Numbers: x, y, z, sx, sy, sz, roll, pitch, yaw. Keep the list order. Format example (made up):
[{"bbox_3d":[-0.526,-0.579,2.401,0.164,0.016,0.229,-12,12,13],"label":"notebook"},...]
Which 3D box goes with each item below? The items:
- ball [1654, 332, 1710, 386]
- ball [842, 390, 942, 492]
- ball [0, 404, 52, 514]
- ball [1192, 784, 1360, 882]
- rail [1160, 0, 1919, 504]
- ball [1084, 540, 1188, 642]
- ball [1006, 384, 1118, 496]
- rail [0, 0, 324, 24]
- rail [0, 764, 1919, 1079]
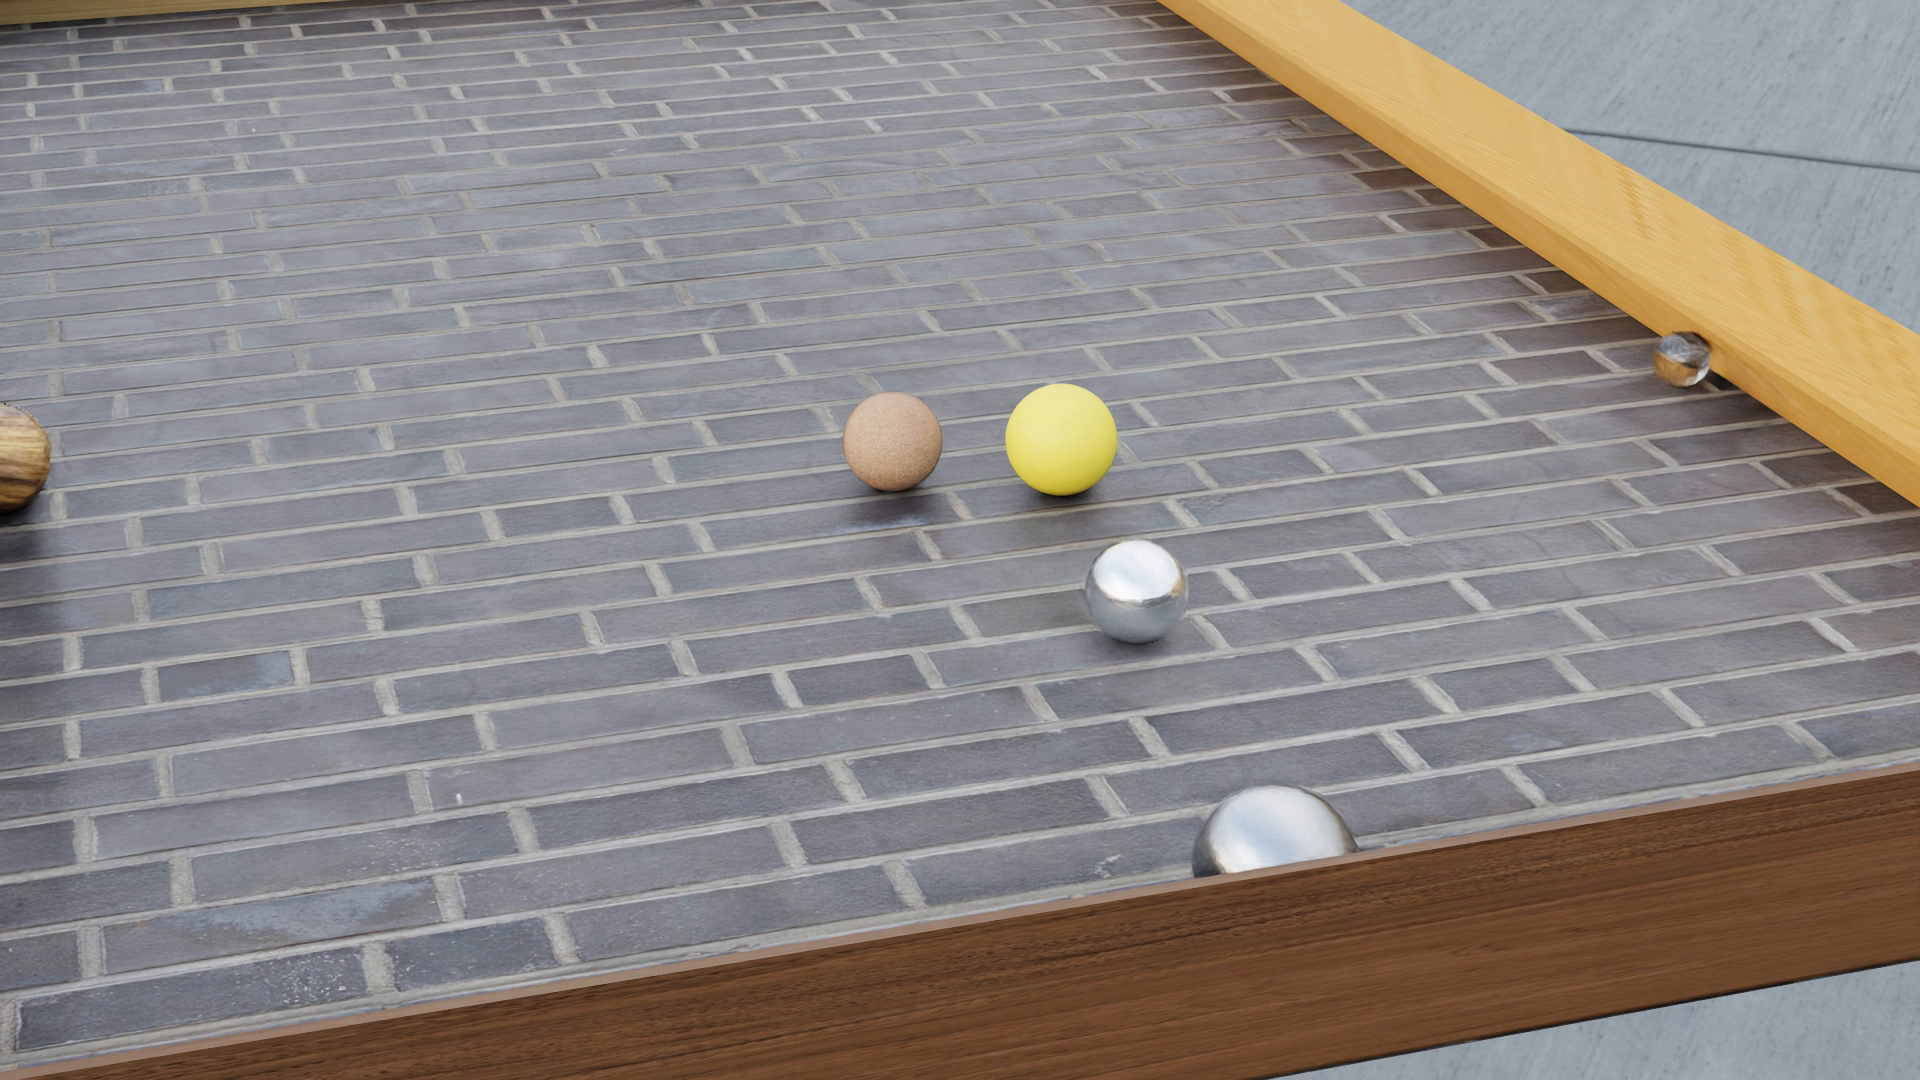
[{"bbox_3d":[0.610,-0.152,2.482,0.046,0.046,0.046,0,24,0],"label":"ball"},{"bbox_3d":[-0.052,-0.076,2.276,0.078,0.078,0.078,0,24,0],"label":"ball"},{"bbox_3d":[-0.735,-0.062,2.235,0.084,0.084,0.084,0,24,0],"label":"ball"},{"bbox_3d":[0.180,0.186,1.672,0.095,0.095,0.095,0,24,0],"label":"ball"},{"bbox_3d":[0.509,-0.359,2.837,0.045,0.128,2.525,-7,25,-15],"label":"rail"},{"bbox_3d":[0.122,0.035,2.036,0.071,0.071,0.071,0,24,0],"label":"ball"},{"bbox_3d":[0.078,-0.077,2.266,0.086,0.086,0.086,0,24,0],"label":"ball"},{"bbox_3d":[-0.548,-0.759,3.723,1.499,0.128,0.045,-7,25,-15],"label":"rail"},{"bbox_3d":[0.178,0.216,1.564,1.499,0.128,0.045,-7,25,-15],"label":"rail"}]
